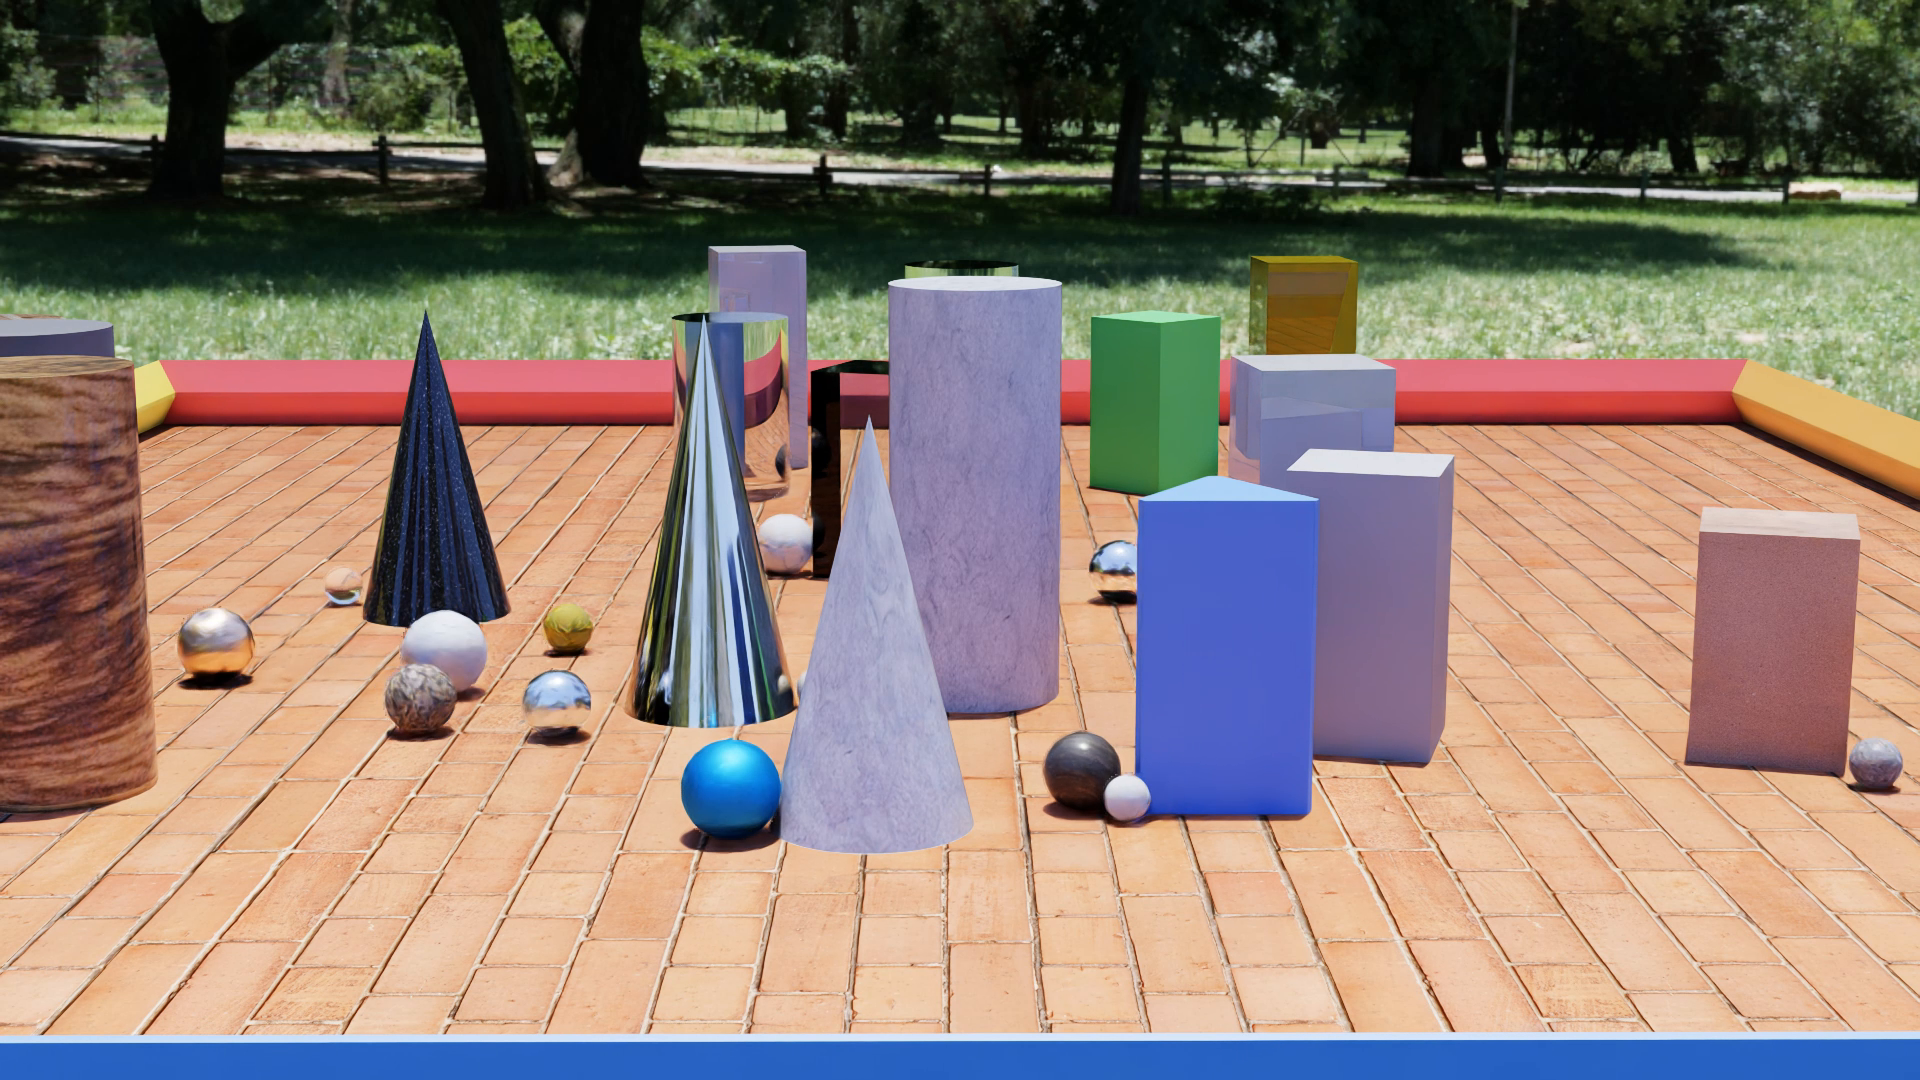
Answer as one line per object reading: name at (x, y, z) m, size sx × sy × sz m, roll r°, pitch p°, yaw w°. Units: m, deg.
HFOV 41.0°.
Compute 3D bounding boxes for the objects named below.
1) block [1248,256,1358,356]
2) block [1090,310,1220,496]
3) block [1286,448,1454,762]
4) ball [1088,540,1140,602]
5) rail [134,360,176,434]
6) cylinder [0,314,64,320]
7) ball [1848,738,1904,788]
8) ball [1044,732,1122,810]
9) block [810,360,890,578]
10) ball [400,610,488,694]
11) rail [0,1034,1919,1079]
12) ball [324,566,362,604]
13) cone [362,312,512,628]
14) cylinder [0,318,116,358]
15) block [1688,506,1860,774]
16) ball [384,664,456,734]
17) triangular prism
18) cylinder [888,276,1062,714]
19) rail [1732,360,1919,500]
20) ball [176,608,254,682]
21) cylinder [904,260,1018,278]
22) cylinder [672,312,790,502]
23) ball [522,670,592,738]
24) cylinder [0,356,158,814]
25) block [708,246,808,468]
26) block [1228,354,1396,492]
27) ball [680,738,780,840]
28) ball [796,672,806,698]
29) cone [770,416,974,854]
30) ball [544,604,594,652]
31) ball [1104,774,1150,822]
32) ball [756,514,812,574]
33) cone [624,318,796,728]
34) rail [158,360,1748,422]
block at (0.608, -0.306, 4.573) m, size 0.159 × 0.389 × 0.159 m, roll -1°, pitch 11°, yaw -5°
block at (0.340, -0.241, 4.474) m, size 0.159 × 0.298 × 0.159 m, roll -10°, pitch 15°, yaw -44°
block at (0.443, 0.067, 2.783) m, size 0.159 × 0.306 × 0.159 m, roll 3°, pitch 11°, yaw 16°
ball at (0.219, 0.043, 3.528) m, size 0.084 × 0.084 × 0.084 m, roll 0°, pitch 10°, yaw 0°
rail at (-1.612, 0.035, 3.440) m, size 0.045 × 0.129 × 3.738 m, roll 0°, pitch 10°, yaw 0°
cylinder at (-1.321, -0.109, 3.520) m, size 0.199 × 0.385 × 0.199 m, roll 0°, pitch 10°, yaw 0°
ball at (0.934, 0.227, 2.616) m, size 0.053 × 0.053 × 0.053 m, roll 0°, pitch 10°, yaw 0°
ball at (0.121, 0.229, 2.540) m, size 0.077 × 0.077 × 0.077 m, roll 0°, pitch 10°, yaw 0°
block at (-0.109, -0.101, 3.718) m, size 0.159 × 0.298 × 0.159 m, roll 4°, pitch 11°, yaw 21°
ball at (-0.604, 0.132, 3.002) m, size 0.099 × 0.099 × 0.099 m, roll 0°, pitch 10°, yaw 0°
rail at (0.011, 0.369, 1.634) m, size 3.271 × 0.129 × 0.045 m, roll 0°, pitch 10°, yaw 0°
ball at (-0.843, 0.063, 3.509) m, size 0.052 × 0.052 × 0.052 m, roll 0°, pitch 10°, yaw 0°
cone at (-0.706, -0.104, 3.427) m, size 0.199 × 0.410 × 0.199 m, roll 0°, pitch 10°, yaw 0°
cylinder at (-1.065, -0.028, 2.950) m, size 0.199 × 0.433 × 0.199 m, roll 0°, pitch 10°, yaw 0°
block at (0.871, 0.103, 2.751) m, size 0.159 × 0.248 × 0.159 m, roll 3°, pitch 11°, yaw 17°
ball at (-0.595, 0.175, 2.831) m, size 0.077 × 0.077 × 0.077 m, roll 0°, pitch 10°, yaw 0°
triangular prism at (0.260, 0.102, 2.576) m, size 0.172 × 0.313 × 0.149 m, roll 0°, pitch 10°, yaw 0°
cylinder at (0.017, -0.057, 2.977) m, size 0.199 × 0.481 × 0.199 m, roll 0°, pitch 10°, yaw 0°
rail at (1.612, 0.032, 3.458) m, size 0.045 × 0.129 × 3.738 m, roll 0°, pitch 10°, yaw 0°
ball at (-0.889, 0.126, 3.065) m, size 0.089 × 0.089 × 0.089 m, roll 0°, pitch 10°, yaw 0°
cylinder at (0.003, -0.290, 4.498) m, size 0.199 × 0.385 × 0.199 m, roll 0°, pitch 10°, yaw 0°
cylinder at (-0.393, -0.231, 4.406) m, size 0.199 × 0.303 × 0.199 m, roll 0°, pitch 10°, yaw 0°
ball at (-0.441, 0.179, 2.814) m, size 0.075 × 0.075 × 0.075 m, roll 0°, pitch 10°, yaw 0°
cylinder at (-0.925, 0.040, 2.587) m, size 0.199 × 0.432 × 0.199 m, roll 0°, pitch 10°, yaw 0°
block at (-0.373, -0.339, 4.736) m, size 0.159 × 0.395 × 0.159 m, roll -2°, pitch 11°, yaw -12°
block at (0.417, -0.024, 3.076) m, size 0.159 × 0.380 × 0.159 m, roll -1°, pitch 11°, yaw -7°
ball at (-0.218, 0.237, 2.445) m, size 0.095 × 0.095 × 0.095 m, roll 0°, pitch 10°, yaw 0°
ball at (-0.166, 0.170, 2.950) m, size 0.043 × 0.043 × 0.043 m, roll 0°, pitch 10°, yaw 0°
cone at (-0.086, 0.078, 2.461) m, size 0.199 × 0.402 × 0.199 m, roll 0°, pitch 10°, yaw 0°
ball at (-0.492, 0.111, 3.220) m, size 0.062 × 0.062 × 0.062 m, roll 0°, pitch 10°, yaw 0°
ball at (0.163, 0.252, 2.500) m, size 0.046 × 0.046 × 0.046 m, roll 0°, pitch 10°, yaw 0°
ball at (-0.254, 0.006, 3.716) m, size 0.088 × 0.088 × 0.088 m, roll 0°, pitch 10°, yaw 0°
cone at (-0.287, -0.031, 2.914) m, size 0.199 × 0.452 × 0.199 m, roll 0°, pitch 10°, yaw 0°
rail at (-0.011, -0.302, 5.263) m, size 3.271 × 0.129 × 0.045 m, roll 0°, pitch 10°, yaw 0°
